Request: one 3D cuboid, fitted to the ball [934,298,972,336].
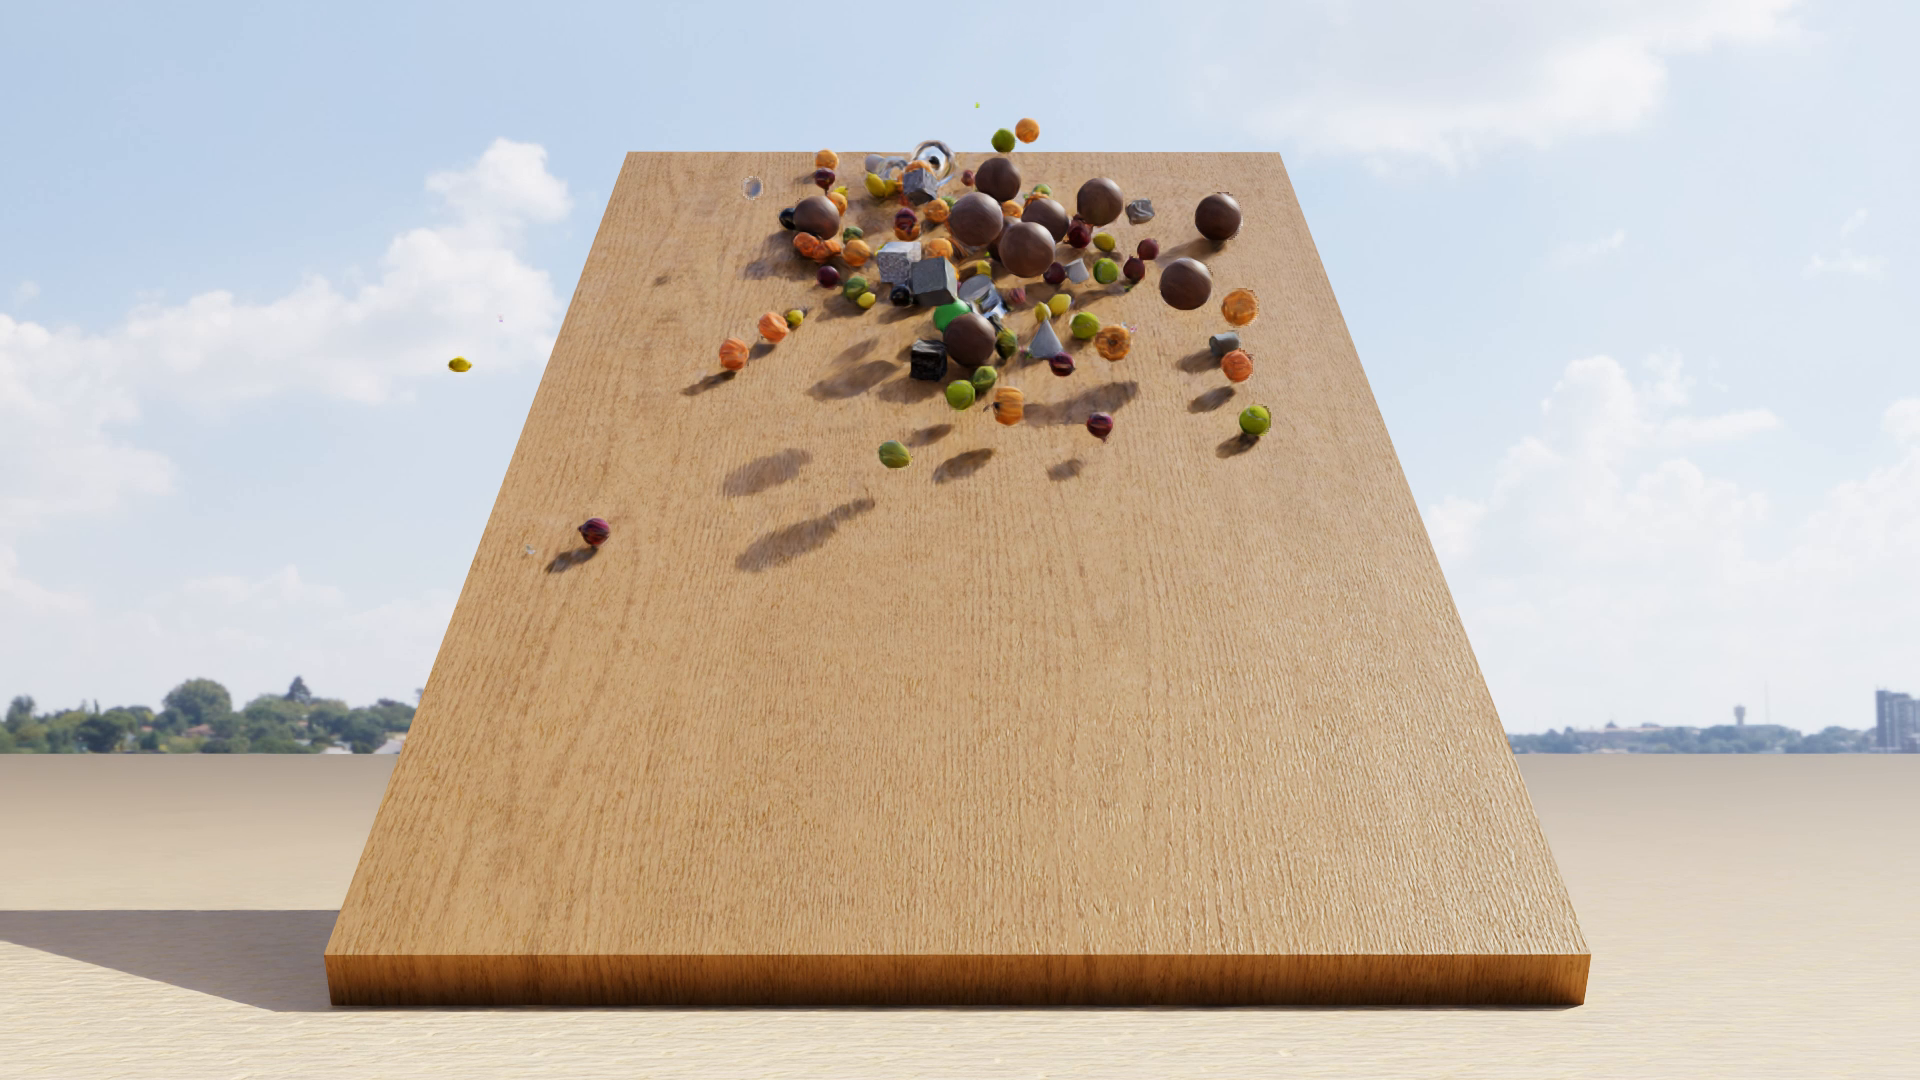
[{"bbox_3d":[-0.018,-0.562,5.985,0.096,0.096,0.096,0,-5,0],"label":"ball"}]

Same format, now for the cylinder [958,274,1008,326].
[{"bbox_3d":[0.057,-0.608,6.039,0.093,0.093,0.093,-3,-39,33],"label":"cylinder"}]

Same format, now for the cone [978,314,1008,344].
[{"bbox_3d":[0.096,-0.516,5.965,0.075,0.075,0.075,45,10,17],"label":"cone"}]

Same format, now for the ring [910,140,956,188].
[{"bbox_3d":[-0.078,-1.098,6.933,0.141,0.141,0.047,-2,19,23],"label":"ring"}]

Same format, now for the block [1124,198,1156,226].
[{"bbox_3d":[0.496,-0.906,6.565,0.053,0.053,0.053,-14,-11,-27],"label":"block"}]

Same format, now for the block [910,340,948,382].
[{"bbox_3d":[-0.075,-0.436,5.766,0.074,0.074,0.074,7,28,12],"label":"block"}]

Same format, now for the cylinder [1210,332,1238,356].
[{"bbox_3d":[0.653,-0.484,5.878,0.053,0.053,0.053,-12,-1,-18],"label":"cylinder"}]

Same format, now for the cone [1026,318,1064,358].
[{"bbox_3d":[0.212,-0.511,5.890,0.094,0.094,0.094,0,27,0],"label":"cone"}]

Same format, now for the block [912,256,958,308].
[{"bbox_3d":[-0.064,-0.640,5.913,0.088,0.088,0.088,-9,-20,15],"label":"block"}]

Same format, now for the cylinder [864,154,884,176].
[{"bbox_3d":[-0.245,-1.117,7.088,0.057,0.057,0.057,4,19,-40],"label":"cylinder"}]

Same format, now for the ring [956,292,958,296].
[{"bbox_3d":[0.022,-0.624,6.170,0.081,0.081,0.027,-1,-49,7],"label":"ring"}]

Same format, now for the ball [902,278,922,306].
[{"bbox_3d":[-0.111,-0.645,6.168,0.074,0.074,0.074,0,-5,0],"label":"ball"}]

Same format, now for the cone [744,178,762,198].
[{"bbox_3d":[-0.581,-0.974,6.522,0.054,0.054,0.054,4,23,-40],"label":"cone"}]

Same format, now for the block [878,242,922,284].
[{"bbox_3d":[-0.158,-0.738,6.321,0.087,0.087,0.087,4,27,23],"label":"block"}]

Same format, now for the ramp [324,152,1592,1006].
[{"bbox_3d":[-0.011,-0.225,5.549,2.000,0.100,4.000,0,27,0],"label":"ramp"}]

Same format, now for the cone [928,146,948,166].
[{"bbox_3d":[-0.059,-1.162,7.153,0.062,0.062,0.062,12,17,-4],"label":"cone"}]

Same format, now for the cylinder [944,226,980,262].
[{"bbox_3d":[0.007,-0.795,6.385,0.073,0.073,0.073,-38,6,5],"label":"cylinder"}]

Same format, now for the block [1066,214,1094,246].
[{"bbox_3d":[0.331,-0.855,6.550,0.055,0.055,0.055,29,-7,10],"label":"block"}]

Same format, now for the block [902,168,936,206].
[{"bbox_3d":[-0.112,-0.978,6.590,0.067,0.067,0.067,-13,-26,32],"label":"block"}]

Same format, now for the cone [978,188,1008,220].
[{"bbox_3d":[0.115,-0.953,6.796,0.094,0.094,0.094,-3,-6,34],"label":"cone"}]

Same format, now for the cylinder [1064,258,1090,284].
[{"bbox_3d":[0.309,-0.708,6.278,0.052,0.052,0.052,-25,13,6],"label":"cylinder"}]
